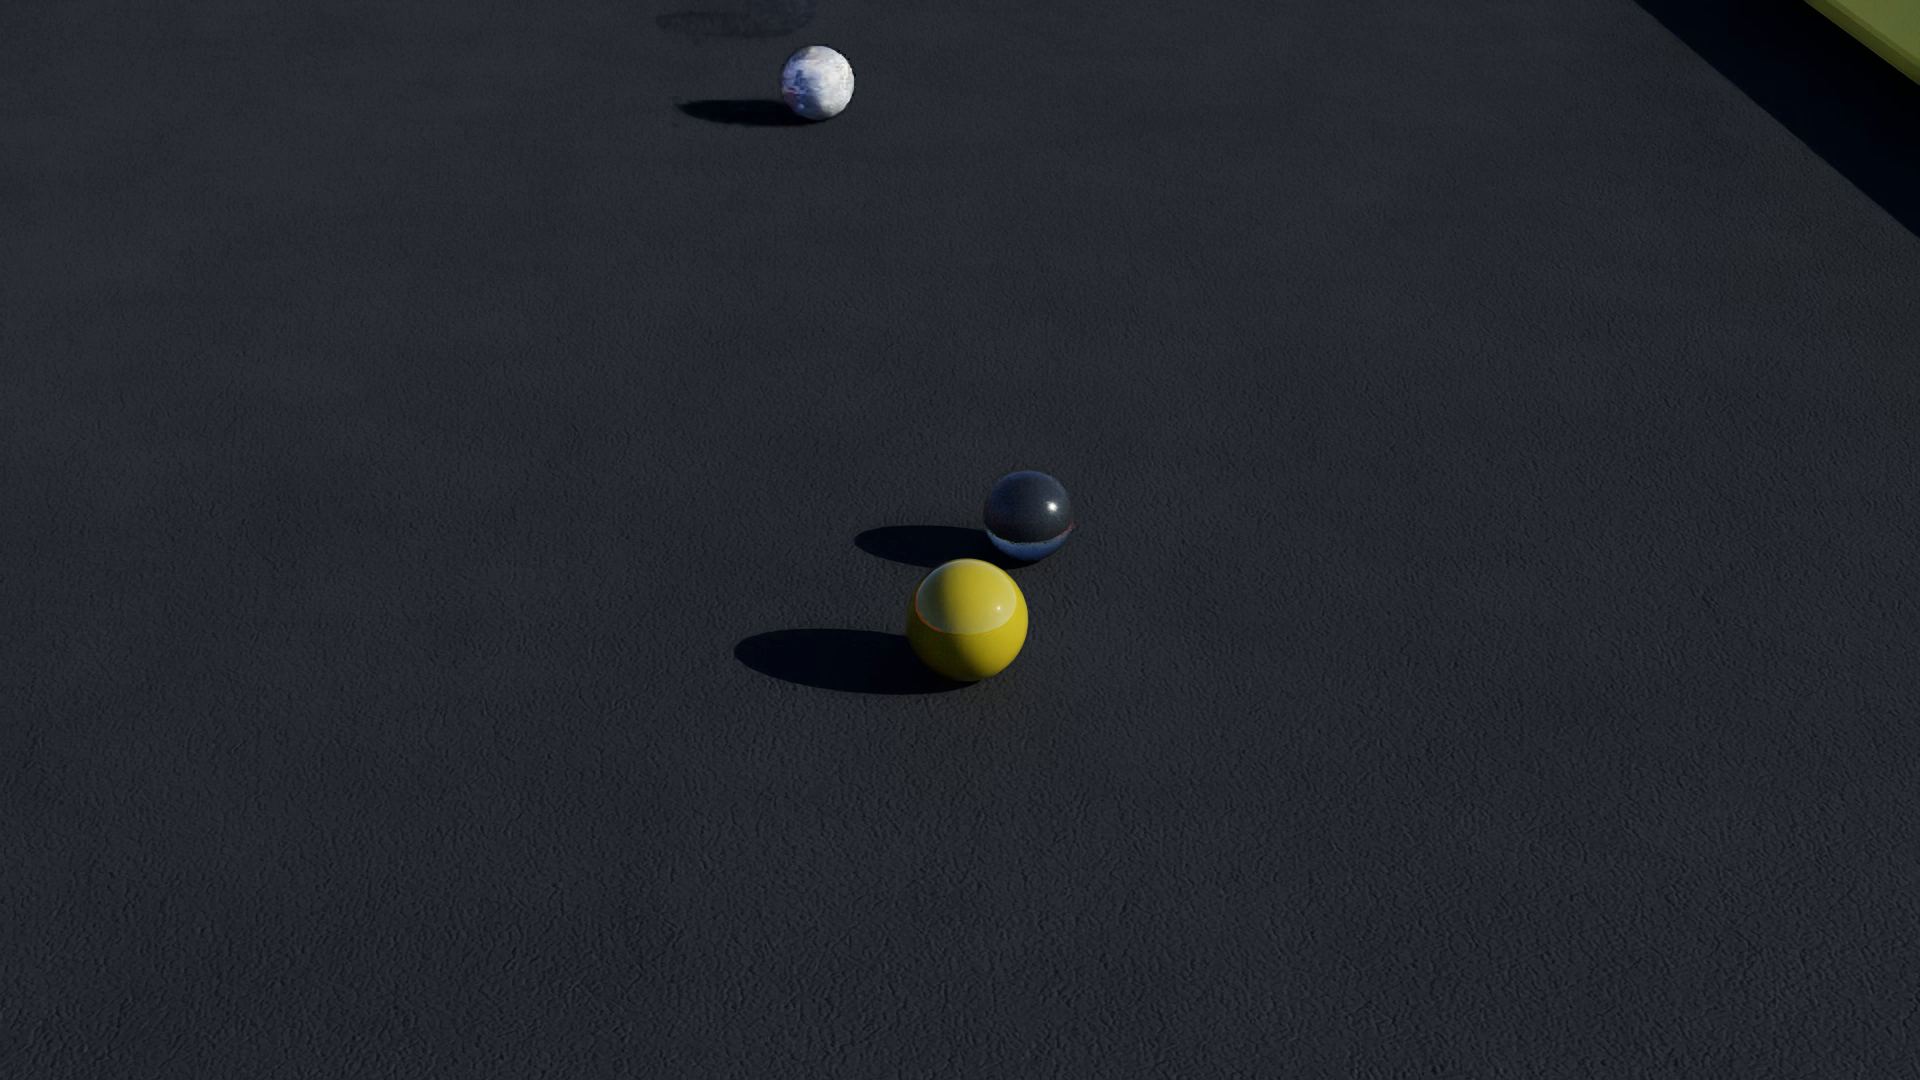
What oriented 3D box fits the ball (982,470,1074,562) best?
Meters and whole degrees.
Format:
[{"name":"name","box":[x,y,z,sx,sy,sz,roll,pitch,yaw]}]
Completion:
[{"name":"ball","box":[0.043,-0.015,1.854,0.058,0.058,0.058,0,28,0]}]

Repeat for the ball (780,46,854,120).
[{"name":"ball","box":[-0.125,-0.399,2.570,0.064,0.064,0.064,0,28,0]}]

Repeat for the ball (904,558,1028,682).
[{"name":"ball","box":[0.004,0.047,1.722,0.072,0.072,0.072,0,28,0]}]

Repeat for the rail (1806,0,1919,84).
[{"name":"rail","box":[0.837,-0.480,2.688,0.045,0.094,3.373,-4,28,-8]}]
